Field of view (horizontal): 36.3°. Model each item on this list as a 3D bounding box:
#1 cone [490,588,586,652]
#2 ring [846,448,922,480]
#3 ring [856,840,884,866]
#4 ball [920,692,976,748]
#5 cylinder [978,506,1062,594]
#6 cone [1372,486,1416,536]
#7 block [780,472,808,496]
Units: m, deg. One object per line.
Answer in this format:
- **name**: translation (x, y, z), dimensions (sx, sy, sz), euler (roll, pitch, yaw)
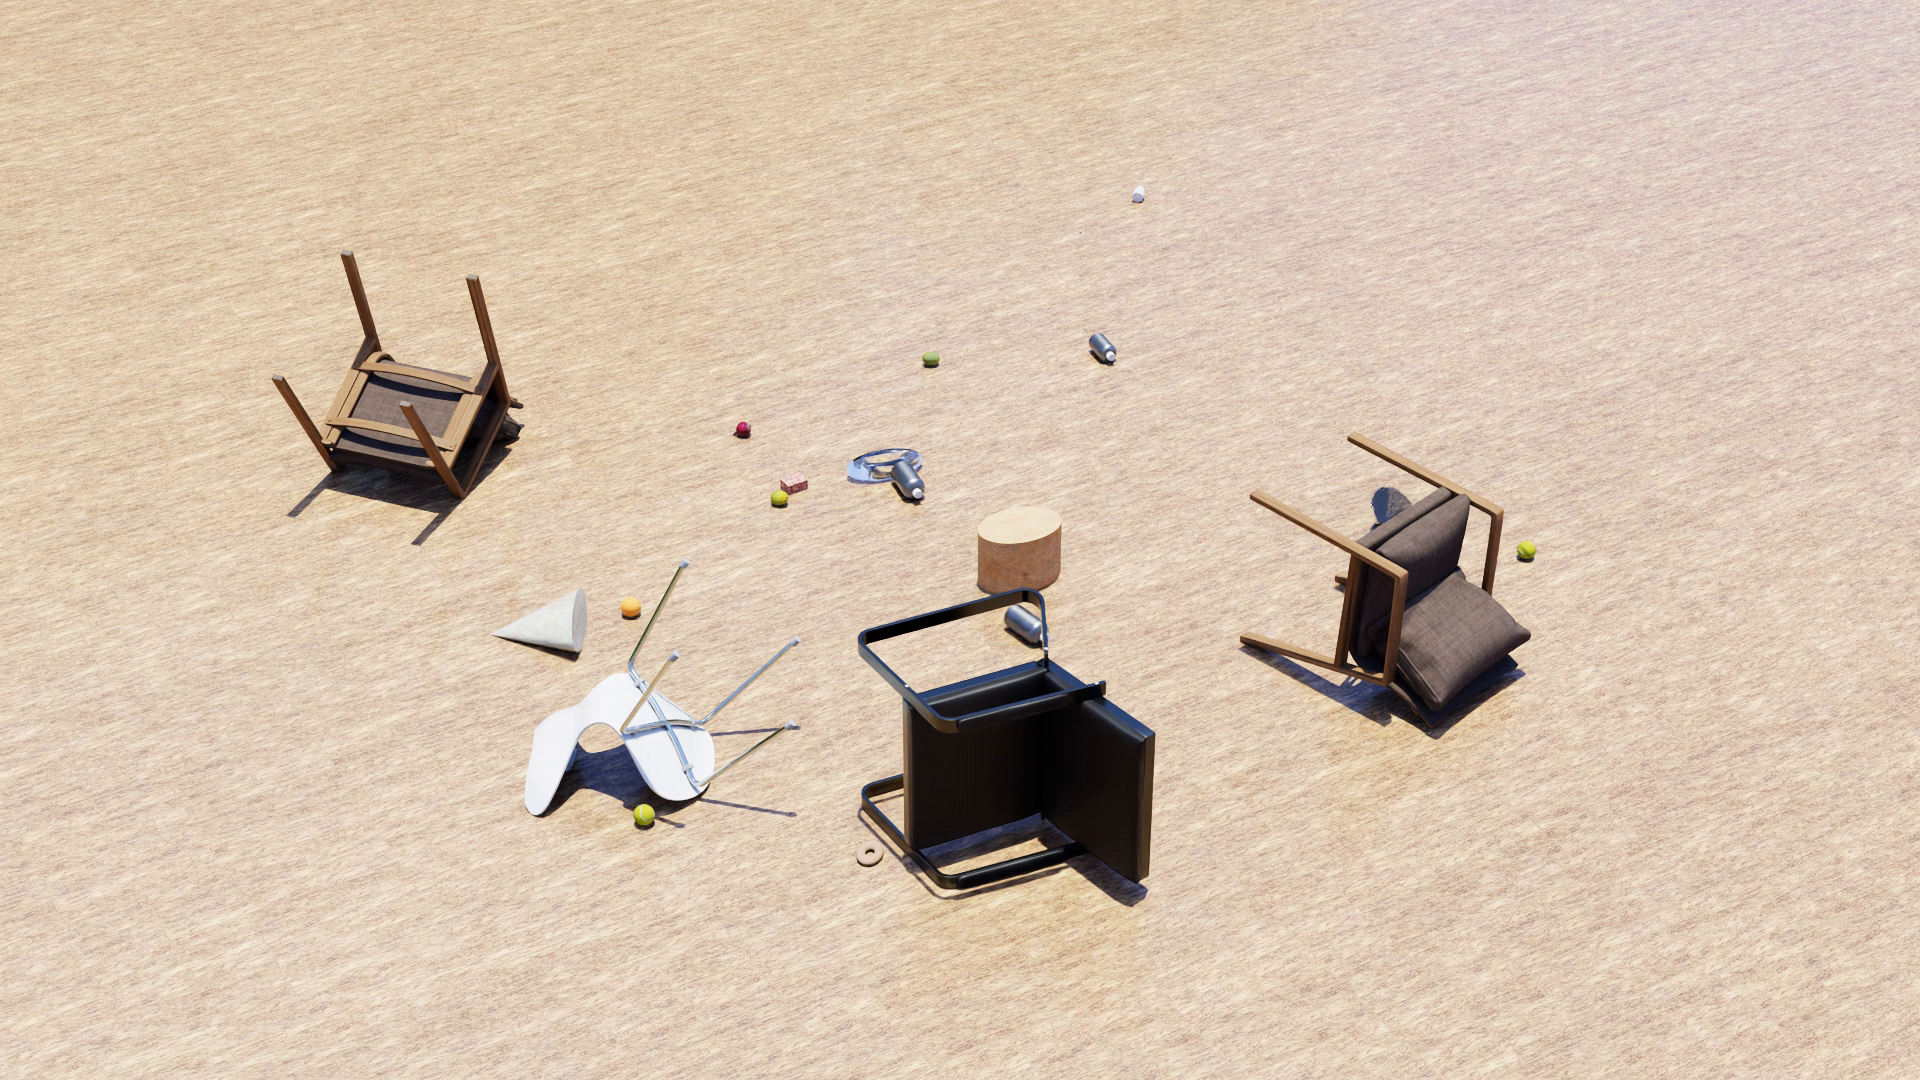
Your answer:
- **cone**: translation (-1.512, 0.309, 10.411), dimensions (0.335, 0.142, 0.323), euler (-10, 36, 8)
- **ring**: translation (-0.291, -0.292, 11.321), dimensions (0.308, 0.074, 0.139), euler (-11, 33, -17)
- **ring**: translation (-0.288, 1.003, 9.400), dimensions (0.086, 0.024, 0.116), euler (7, 35, 12)
- **ball**: translation (-0.041, 0.605, 9.855), dimensions (0.188, 0.188, 0.188), euler (0, 33, 0)
- **cylinder**: translation (0.217, 0.038, 10.684), dimensions (0.322, 0.223, 0.224), euler (-15, 36, -21)
- **cone**: translation (1.597, -0.088, 11.013), dimensions (0.234, 0.100, 0.200), euler (-8, 72, -42)
- **block**: translation (-0.636, -0.214, 11.233), dimensions (0.085, 0.040, 0.064), euler (-21, 39, -28)
